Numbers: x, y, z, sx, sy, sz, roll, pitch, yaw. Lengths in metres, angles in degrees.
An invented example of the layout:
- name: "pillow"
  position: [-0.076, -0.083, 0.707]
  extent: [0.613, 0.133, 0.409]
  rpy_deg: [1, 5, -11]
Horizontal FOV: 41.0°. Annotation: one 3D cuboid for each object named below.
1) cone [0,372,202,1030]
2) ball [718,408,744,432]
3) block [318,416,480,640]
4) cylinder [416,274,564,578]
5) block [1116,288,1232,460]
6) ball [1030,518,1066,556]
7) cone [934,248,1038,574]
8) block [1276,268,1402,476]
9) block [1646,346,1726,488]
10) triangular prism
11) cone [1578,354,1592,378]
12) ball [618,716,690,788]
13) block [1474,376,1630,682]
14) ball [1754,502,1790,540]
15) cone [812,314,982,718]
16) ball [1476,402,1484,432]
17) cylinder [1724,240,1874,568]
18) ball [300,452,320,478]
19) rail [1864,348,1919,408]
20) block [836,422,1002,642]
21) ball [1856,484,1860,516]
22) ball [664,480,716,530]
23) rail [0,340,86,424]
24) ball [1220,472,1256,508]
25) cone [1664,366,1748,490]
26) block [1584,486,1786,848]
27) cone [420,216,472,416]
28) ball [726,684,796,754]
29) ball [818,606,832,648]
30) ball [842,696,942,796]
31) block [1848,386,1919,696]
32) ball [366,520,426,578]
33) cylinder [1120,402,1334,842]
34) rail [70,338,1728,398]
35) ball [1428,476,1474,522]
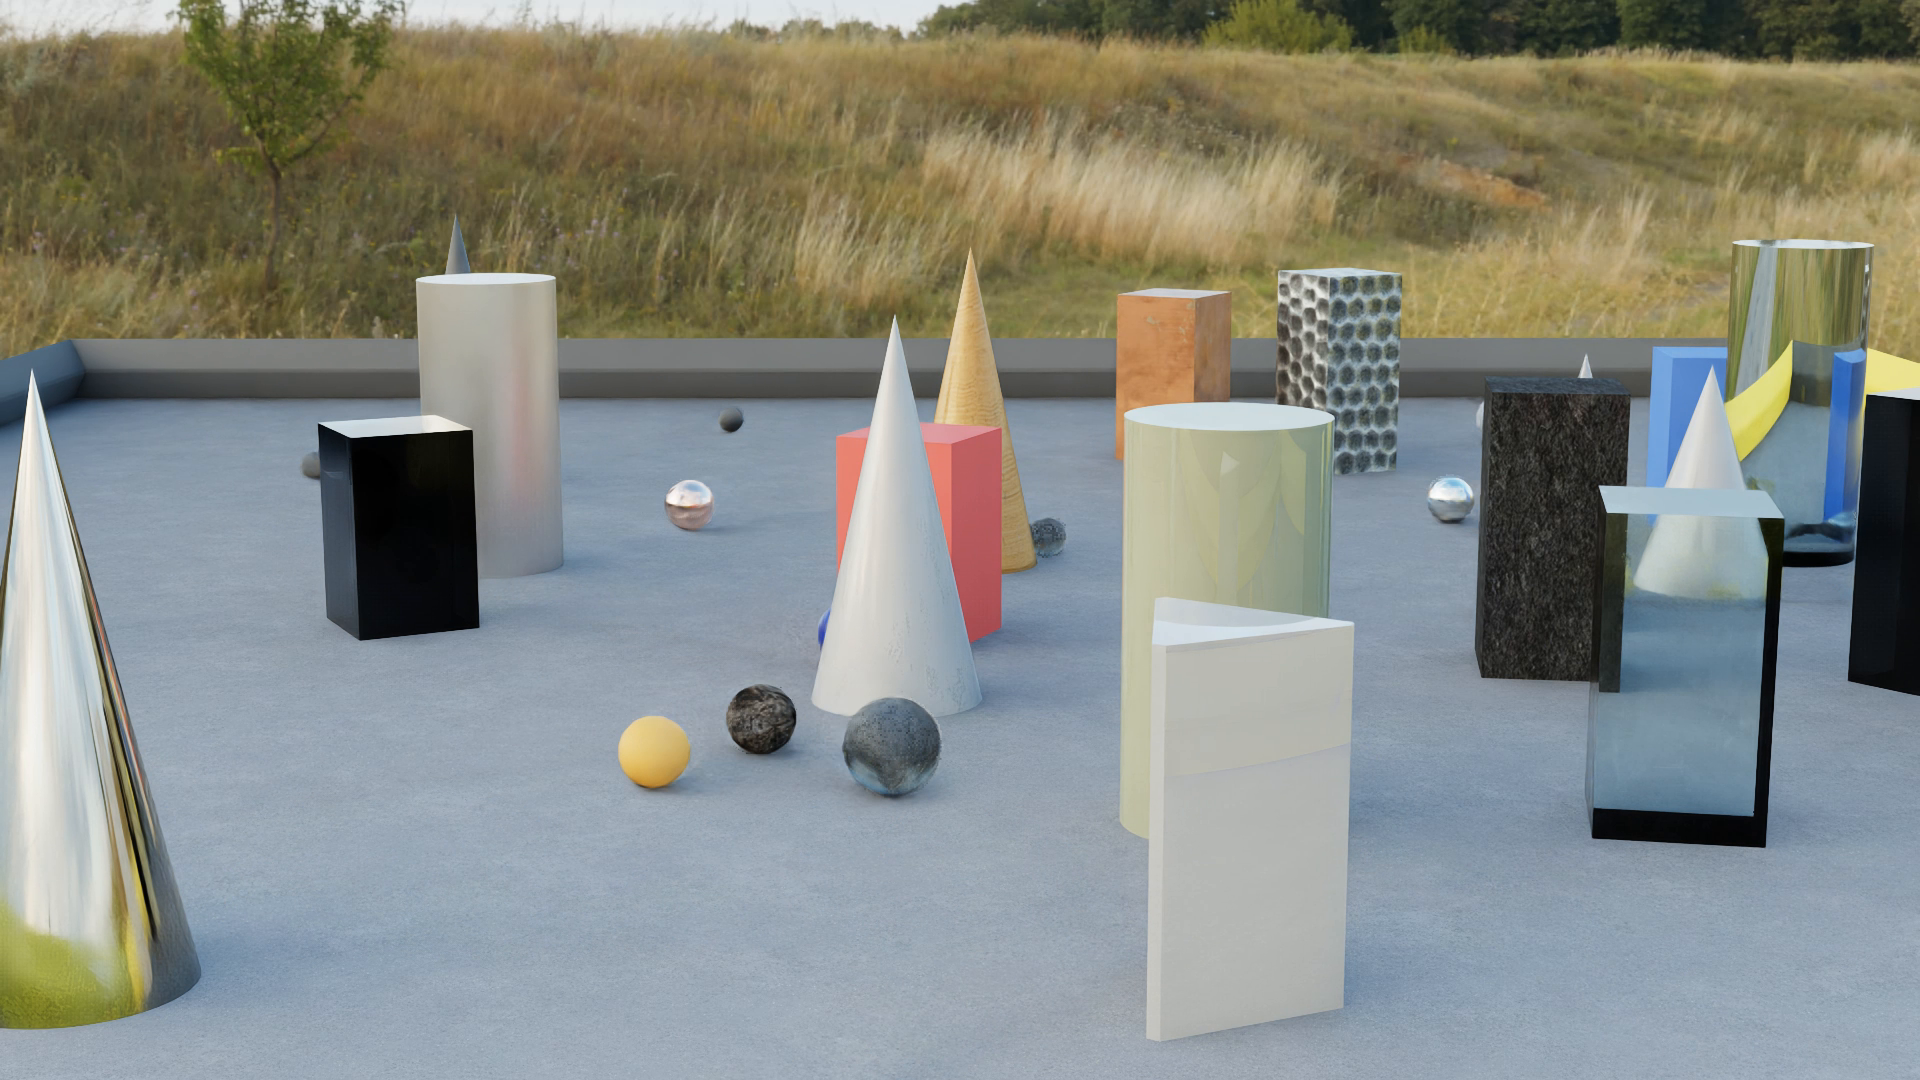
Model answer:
- name: "cone"
  position: [-0.713, 0.113, 2.017]
  extent: [0.199, 0.496, 0.199]
  rpy_deg: [0, 10, 0]
- name: "ball"
  position: [-0.461, -0.242, 5.163]
  extent: [0.050, 0.050, 0.050]
  rpy_deg: [0, 10, 0]
- name: "block"
  position: [-0.738, -0.020, 3.373]
  extent: [0.159, 0.263, 0.159]
  rpy_deg: [-6, 12, -28]
- name: "cylinder"
  position: [-0.686, -0.171, 3.752]
  extent: [0.199, 0.422, 0.199]
  rpy_deg: [0, 10, 0]
- name: "block"
  position: [0.400, -0.308, 4.809]
  extent: [0.159, 0.309, 0.159]
  rpy_deg: [6, 12, 30]
- name: "ball"
  position: [0.131, -0.004, 3.846]
  extent: [0.057, 0.057, 0.057]
  rpy_deg: [0, 10, 0]
- name: "cone"
  position: [0.015, -0.196, 3.765]
  extent: [0.199, 0.468, 0.199]
  rpy_deg: [0, 10, 0]
- name: "block"
  position: [0.689, -0.310, 4.683]
  extent: [0.159, 0.357, 0.159]
  rpy_deg: [-5, 12, -27]
- name: "block"
  position: [1.193, -0.159, 4.084]
  extent: [0.159, 0.279, 0.159]
  rpy_deg: [1, 11, 4]
- name: "triangular prism"
  position: [0.192, 0.209, 2.017]
  extent: [0.172, 0.307, 0.149]
  rpy_deg: [-5, 12, -25]
- name: "cone"
  position: [0.833, -0.077, 3.442]
  extent: [0.199, 0.351, 0.199]
  rpy_deg: [0, 10, 0]
- name: "ball"
  position: [-0.313, 0.216, 2.620]
  extent: [0.074, 0.074, 0.074]
  rpy_deg: [0, 10, 0]
- name: "block"
  position: [0.719, -0.016, 3.126]
  extent: [0.159, 0.346, 0.159]
  rpy_deg: [2, 11, 8]
- name: "ball"
  position: [1.261, -0.030, 3.992]
  extent: [0.058, 0.058, 0.058]
  rpy_deg: [0, 10, 0]
- name: "cone"
  position: [-0.074, -0.036, 2.952]
  extent: [0.199, 0.449, 0.199]
  rpy_deg: [0, 10, 0]
- name: "ball"
  position: [1.060, -0.240, 5.061]
  extent: [0.083, 0.083, 0.083]
  rpy_deg: [0, 10, 0]
- name: "cylinder"
  position: [1.243, -0.207, 3.826]
  extent: [0.199, 0.467, 0.199]
  rpy_deg: [0, 10, 0]
- name: "ball"
  position: [-1.151, -0.133, 4.577]
  extent: [0.048, 0.048, 0.048]
  rpy_deg: [0, 10, 0]
- name: "rail"
  position: [1.933, 0.031, 3.460]
  extent: [0.045, 0.129, 4.575]
  rpy_deg: [0, 10, 0]
- name: "block"
  position: [-0.051, -0.008, 3.304]
  extent: [0.159, 0.265, 0.159]
  rpy_deg: [5, 11, 24]
- name: "ball"
  position: [1.459, -0.073, 4.197]
  extent: [0.068, 0.068, 0.068]
  rpy_deg: [0, 10, 0]
- name: "ball"
  position: [-0.428, -0.055, 4.070]
  extent: [0.080, 0.080, 0.080]
  rpy_deg: [0, 10, 0]
- name: "rail"
  position: [-1.933, 0.035, 3.438]
  extent: [0.045, 0.129, 4.575]
  rpy_deg: [0, 10, 0]
- name: "ball"
  position: [0.463, -0.082, 4.268]
  extent: [0.060, 0.060, 0.060]
  rpy_deg: [0, 10, 0]
- name: "cone"
  position: [1.068, -0.097, 3.668]
  extent: [0.199, 0.308, 0.199]
  rpy_deg: [0, 10, 0]
- name: "block"
  position: [0.697, 0.118, 2.482]
  extent: [0.159, 0.316, 0.159]
  rpy_deg: [2, 11, 11]
- name: "cone"
  position: [-0.873, -0.334, 4.485]
  extent: [0.199, 0.477, 0.199]
  rpy_deg: [0, 10, 0]
- name: "ball"
  position: [-0.213, 0.192, 2.749]
  extent: [0.075, 0.075, 0.075]
  rpy_deg: [0, 10, 0]
- name: "ball"
  position: [-0.135, 0.114, 3.152]
  extent: [0.080, 0.080, 0.080]
  rpy_deg: [0, 10, 0]
- name: "ball"
  position: [-0.068, 0.208, 2.591]
  extent: [0.100, 0.100, 0.100]
  rpy_deg: [0, 10, 0]
- name: "block"
  position: [1.176, 0.001, 3.030]
  extent: [0.159, 0.346, 0.159]
  rpy_deg: [-8, 13, -37]
- name: "ball"
  position: [-0.809, 0.014, 3.684]
  extent: [0.084, 0.084, 0.084]
  rpy_deg: [0, 10, 0]
- name: "cylinder"
  position: [0.255, 0.078, 2.473]
  extent: [0.199, 0.398, 0.199]
  rpy_deg: [0, 10, 0]
- name: "rail"
  position: [-0.013, -0.378, 5.675]
  extent: [3.913, 0.129, 0.045]
  rpy_deg: [0, 10, 0]
- name: "ball"
  position: [0.791, -0.065, 4.136]
  extent: [0.074, 0.074, 0.074]
  rpy_deg: [0, 10, 0]
